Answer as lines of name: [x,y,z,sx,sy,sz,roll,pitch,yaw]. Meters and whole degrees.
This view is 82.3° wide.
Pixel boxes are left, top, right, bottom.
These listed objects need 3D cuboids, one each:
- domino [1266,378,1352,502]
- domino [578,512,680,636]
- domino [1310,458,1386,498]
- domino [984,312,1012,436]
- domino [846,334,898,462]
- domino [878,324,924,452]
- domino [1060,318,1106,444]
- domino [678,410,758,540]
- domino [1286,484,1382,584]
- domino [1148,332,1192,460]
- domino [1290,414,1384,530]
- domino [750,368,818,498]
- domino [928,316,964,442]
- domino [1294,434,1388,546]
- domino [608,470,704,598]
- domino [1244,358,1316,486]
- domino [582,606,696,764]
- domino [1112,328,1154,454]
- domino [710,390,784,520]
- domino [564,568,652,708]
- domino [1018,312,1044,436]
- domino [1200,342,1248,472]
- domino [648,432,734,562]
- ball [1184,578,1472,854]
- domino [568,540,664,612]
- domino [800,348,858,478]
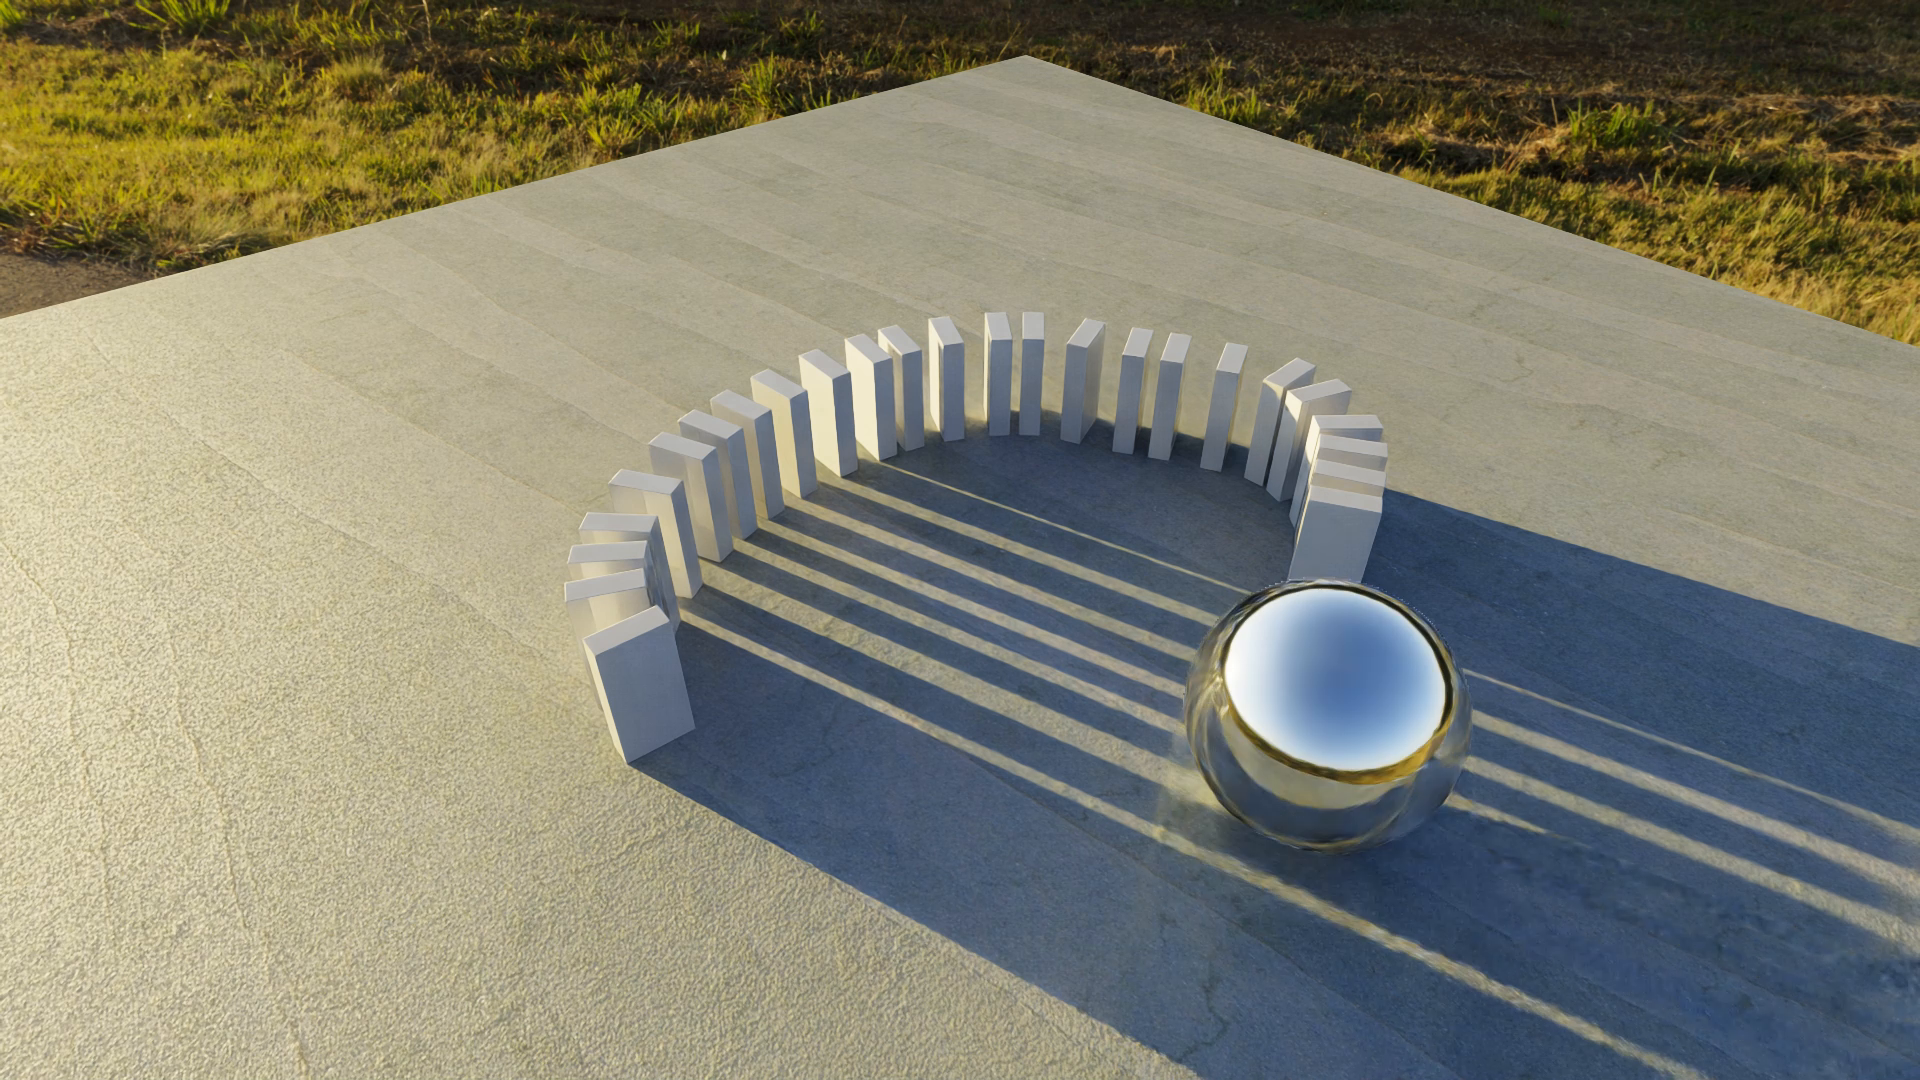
domino: [0.146,-0.041,0.462,0.025,0.050,0.009,-15,42,-17]
domino: [-0.118,0.013,0.395,0.025,0.050,0.010,2,39,3]
domino: [0.143,-0.005,0.418,0.025,0.050,0.009,14,41,16]
domino: [0.017,-0.076,0.504,0.010,0.050,0.025,-3,39,-4]
domino: [-0.039,-0.063,0.488,0.010,0.050,0.025,-22,44,-25]
domino: [-0.026,-0.068,0.494,0.010,0.050,0.025,-18,43,-21]
domino: [0.056,-0.072,0.499,0.009,0.050,0.025,16,42,19]
domino: [-0.097,-0.026,0.443,0.025,0.050,0.010,21,44,24]
domino: [0.137,0.005,0.406,0.025,0.050,0.009,12,41,14]
domino: [0.093,-0.063,0.489,0.010,0.050,0.025,12,41,14]
domino: [0.151,-0.027,0.444,0.025,0.050,0.010,-1,39,-1]
domino: [-0.074,-0.045,0.466,0.025,0.050,0.010,31,48,32]
domino: [-0.006,-0.073,0.501,0.009,0.050,0.025,-10,40,-12]
domino: [0.149,-0.016,0.431,0.025,0.050,0.009,10,40,12]
domino: [-0.114,-0.002,0.414,0.025,0.050,0.010,10,40,12]
domino: [0.137,-0.050,0.473,0.025,0.050,0.009,-32,49,-33]
domino: [-0.102,0.047,0.354,0.025,0.050,0.010,-26,46,-28]
domino: [0.077,-0.066,0.493,0.009,0.050,0.025,11,41,13]
domino: [-0.087,-0.035,0.454,0.025,0.050,0.010,25,46,28]
domino: [-0.114,0.034,0.370,0.025,0.050,0.009,-11,41,-13]
domino: [0.033,-0.076,0.504,0.009,0.050,0.025,2,39,2]
domino: [0.116,-0.058,0.482,0.009,0.050,0.025,13,41,16]
domino: [-0.105,-0.016,0.431,0.025,0.050,0.010,17,42,19]
ball: [0.107,0.051,0.325,0.080,0.080,0.080,0,39,0]
domino: [-0.118,0.023,0.383,0.025,0.050,0.009,-4,39,-4]
domino: [-0.057,-0.055,0.478,0.009,0.050,0.025,-27,47,-29]
